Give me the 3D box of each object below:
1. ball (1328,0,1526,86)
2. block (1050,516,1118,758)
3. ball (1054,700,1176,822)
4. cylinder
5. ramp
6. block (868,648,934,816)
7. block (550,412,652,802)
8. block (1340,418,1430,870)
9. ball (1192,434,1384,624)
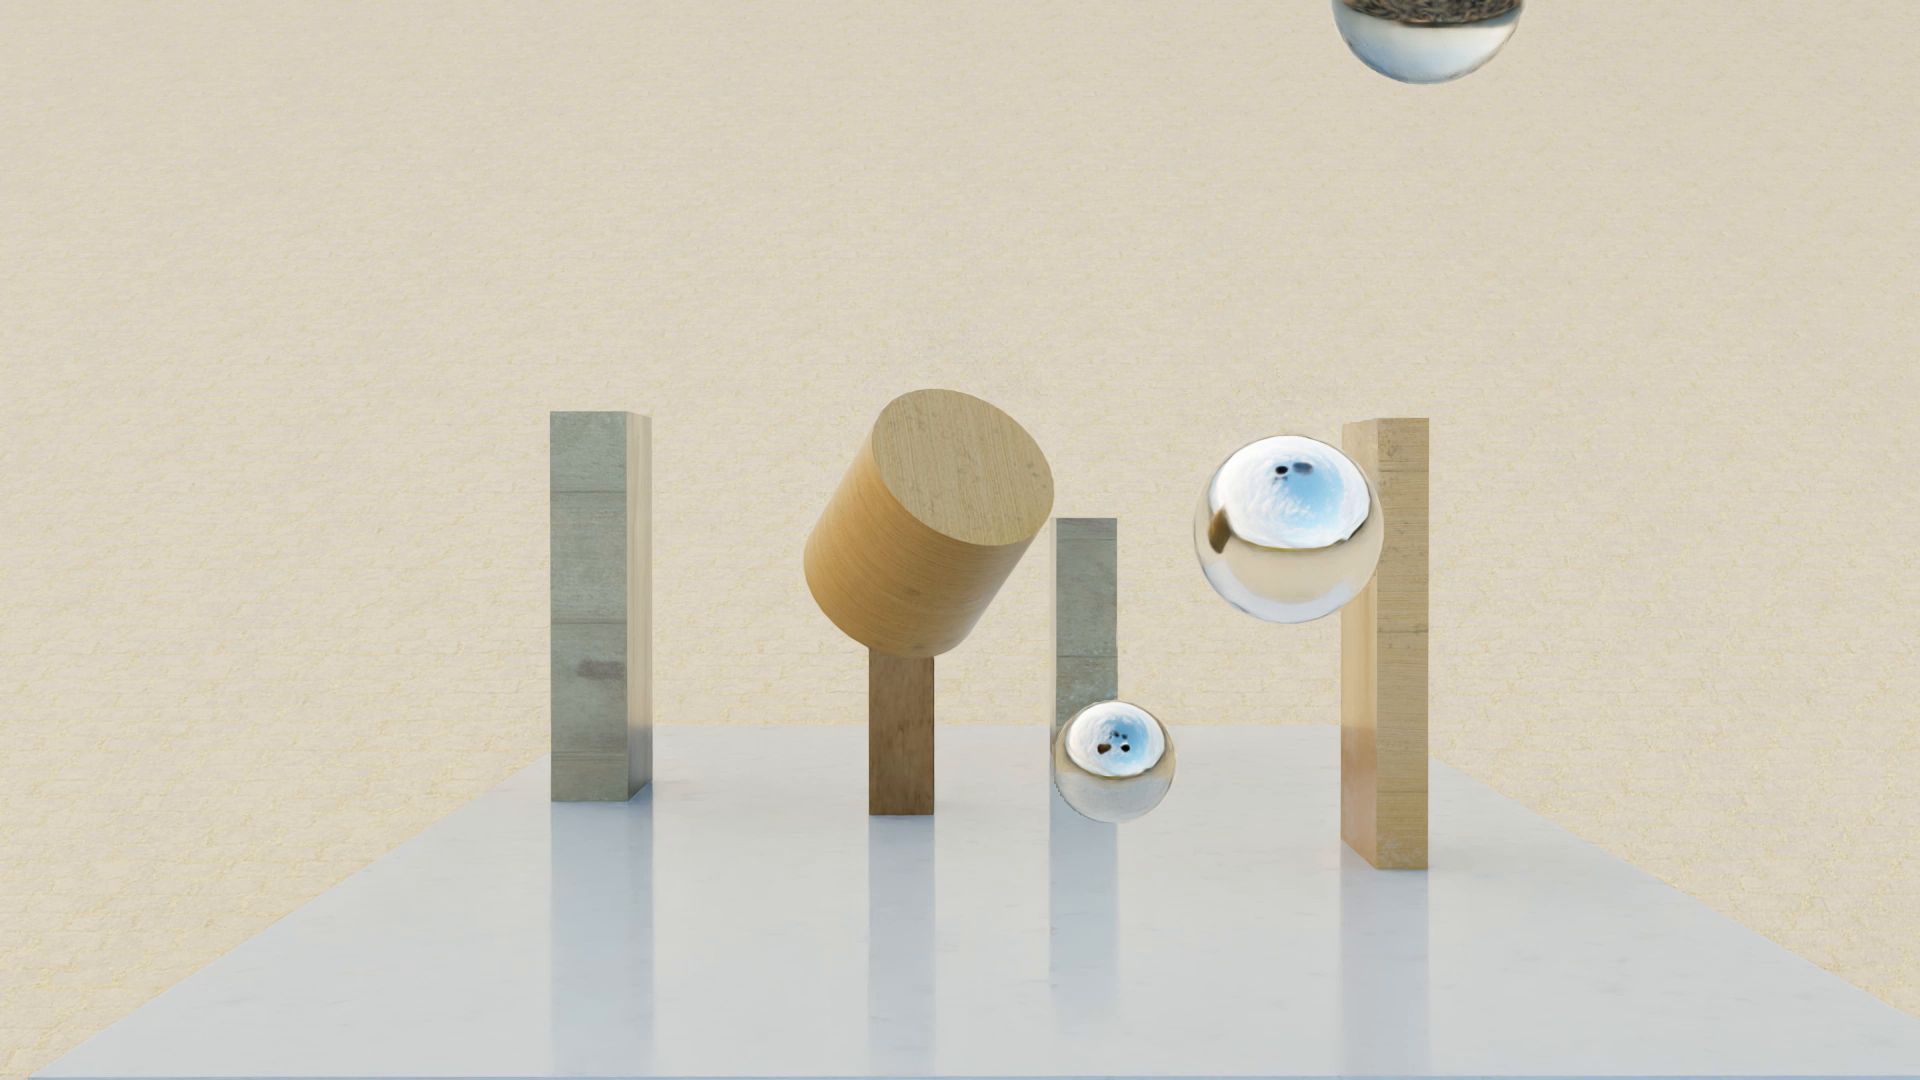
[{"bbox_3d":[0.438,-0.520,2.421,0.185,0.185,0.185,0,27,0],"label":"ball"},{"bbox_3d":[0.273,0.219,5.758,0.131,0.538,0.403,0,1,0],"label":"block"},{"bbox_3d":[0.182,0.260,3.043,0.145,0.145,0.145,0,27,0],"label":"ball"},{"bbox_3d":[-0.033,-0.015,2.553,0.191,0.191,0.191,15,48,-17],"label":"cylinder"},{"bbox_3d":[0.062,0.556,4.594,2.000,0.100,4.000,0,1,0],"label":"ramp"},{"bbox_3d":[-0.108,0.230,4.859,0.118,0.545,0.261,0,1,0],"label":"block"},{"bbox_3d":[-0.710,0.124,5.144,0.147,0.747,0.410,0,1,0],"label":"block"},{"bbox_3d":[0.690,0.159,4.215,0.081,0.705,0.378,0,1,0],"label":"block"},{"bbox_3d":[0.327,-0.011,2.580,0.190,0.190,0.190,0,27,0],"label":"ball"}]
